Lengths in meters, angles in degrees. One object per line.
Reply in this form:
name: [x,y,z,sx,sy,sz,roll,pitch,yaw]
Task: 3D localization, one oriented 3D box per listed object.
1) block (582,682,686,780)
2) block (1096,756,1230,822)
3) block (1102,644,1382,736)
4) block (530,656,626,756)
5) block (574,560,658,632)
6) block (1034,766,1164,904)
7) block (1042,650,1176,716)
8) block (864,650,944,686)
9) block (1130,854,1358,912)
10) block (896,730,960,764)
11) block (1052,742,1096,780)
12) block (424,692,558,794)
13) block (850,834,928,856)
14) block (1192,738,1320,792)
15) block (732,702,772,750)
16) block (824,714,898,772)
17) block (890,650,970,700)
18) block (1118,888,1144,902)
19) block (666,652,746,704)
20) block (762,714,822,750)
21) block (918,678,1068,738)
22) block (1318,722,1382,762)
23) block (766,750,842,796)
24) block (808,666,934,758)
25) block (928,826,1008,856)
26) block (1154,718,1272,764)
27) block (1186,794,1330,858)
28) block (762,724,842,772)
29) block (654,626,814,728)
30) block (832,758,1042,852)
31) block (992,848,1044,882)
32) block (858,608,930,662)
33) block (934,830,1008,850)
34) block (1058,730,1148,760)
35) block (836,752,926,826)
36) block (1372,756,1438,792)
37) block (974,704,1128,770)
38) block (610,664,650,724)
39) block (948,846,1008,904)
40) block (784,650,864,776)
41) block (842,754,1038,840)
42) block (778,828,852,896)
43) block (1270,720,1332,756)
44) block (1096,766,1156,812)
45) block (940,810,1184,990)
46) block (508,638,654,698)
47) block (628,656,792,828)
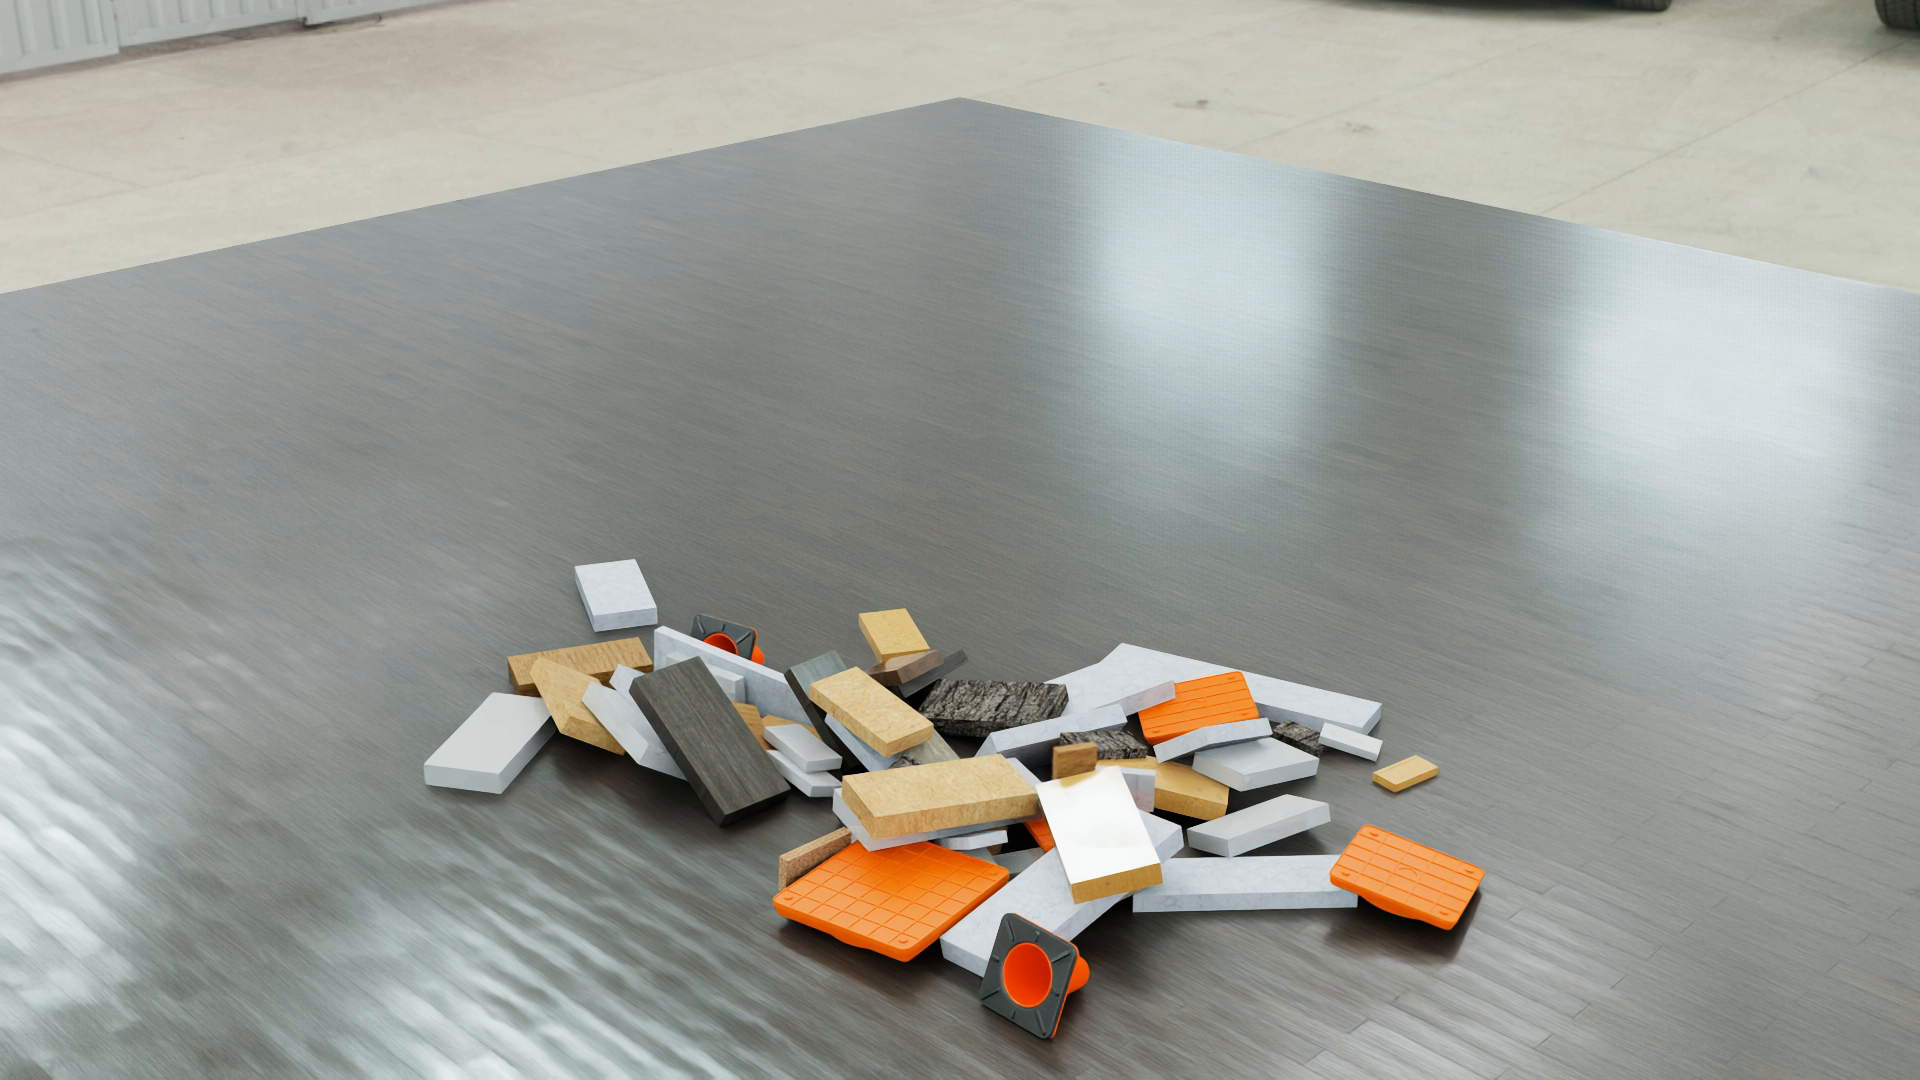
block: [-0.663,0.407,4.639,0.163,0.046,0.326,25,6,-37]
block: [0.379,0.488,4.463,0.329,0.043,0.151,13,18,5]
block: [0.619,0.337,4.919,0.629,0.036,0.129,12,26,27]
block: [-0.824,0.358,4.767,0.152,0.043,0.304,25,10,-30]
block: [-0.845,0.134,5.391,0.152,0.043,0.304,-7,24,-16]
block: [0.257,0.547,4.116,0.166,0.047,0.332,-13,28,-4]
block: [0.285,0.345,4.824,0.332,0.047,0.166,-18,28,-19]
block: [-0.141,0.290,4.885,0.115,0.033,0.230,-25,5,-30]
block: [0.533,0.652,4.178,0.423,0.036,0.128,-1,23,-2]
block: [-0.055,0.459,4.534,0.099,0.028,0.199,-20,56,-39]
block: [0.222,0.478,4.300,0.082,0.164,0.023,-6,23,-18]
block: [-0.987,0.429,4.688,0.168,0.048,0.337,5,24,13]
block: [-0.140,0.572,4.320,0.159,0.023,0.080,5,61,8]
block: [0.613,0.463,4.550,0.257,0.036,0.129,-5,20,-45]
block: [-0.451,0.412,4.647,0.087,0.025,0.175,14,32,-33]
block: [-0.154,0.429,4.577,0.126,0.036,0.252,-20,54,-39]
block: [-0.093,0.316,4.890,0.115,0.033,0.230,-33,-4,43]
block: [0.234,0.647,4.129,0.256,0.036,0.128,-22,30,-20]
block: [-0.562,0.326,4.861,0.208,0.104,0.029,17,28,34]
block: [-0.354,0.432,4.706,0.208,0.029,0.104,13,26,28]
block: [0.068,0.365,4.758,0.301,0.043,0.151,1,31,24]
block: [0.833,0.431,4.692,0.128,0.018,0.064,18,27,12]
block: [-0.323,0.482,4.548,0.087,0.025,0.175,6,16,-42]
block: [-0.186,0.355,4.564,0.126,0.036,0.252,-19,39,-38]
block: [0.014,0.580,4.320,0.146,0.021,0.073,10,56,20]
block: [0.526,0.415,4.557,0.129,0.036,0.257,-26,-15,35]
block: [0.590,0.563,4.341,0.257,0.036,0.128,-14,10,-30]
block: [-0.330,0.435,4.606,0.087,0.025,0.175,-2,21,-37]
block: [-0.475,0.315,4.838,0.496,0.104,0.029,19,29,29]
block: [-0.031,0.516,4.318,0.402,0.048,0.168,-7,24,-26]
block: [0.100,0.632,4.245,0.146,0.021,0.073,-8,24,-18]
block: [-0.156,0.229,5.180,0.115,0.033,0.230,-6,24,-14]
block: [0.020,0.574,4.207,0.080,0.023,0.159,-7,-4,-26]
block: [0.293,0.421,4.504,0.164,0.023,0.082,1,21,-29]
block: [-0.145,0.514,4.421,0.199,0.028,0.099,-38,37,-23]
block: [0.930,0.487,4.589,0.128,0.018,0.064,-16,28,-33]
block: [0.184,0.422,4.582,0.301,0.151,0.043,-11,64,-23]
block: [-0.614,0.373,4.716,0.163,0.046,0.326,25,6,-37]
block: [0.037,0.635,4.187,0.073,0.021,0.146,-18,30,-12]
block: [-0.255,0.364,4.658,0.126,0.036,0.252,-20,71,-39]
block: [-0.040,0.493,4.245,0.337,0.048,0.168,-6,24,-23]
block: [-0.277,0.614,4.208,0.159,0.080,0.023,-20,36,-39]
block: [0.738,0.426,4.733,0.064,0.018,0.128,-21,31,-40]
block: [0.305,0.493,4.375,0.164,0.082,0.023,4,22,7]
block: [0.193,0.647,4.054,0.166,0.047,0.488,17,39,42]
block: [-0.865,0.294,5.012,0.304,0.043,0.152,-8,24,-19]
block: [-0.515,0.410,4.508,0.163,0.046,0.364,-19,60,-37]
